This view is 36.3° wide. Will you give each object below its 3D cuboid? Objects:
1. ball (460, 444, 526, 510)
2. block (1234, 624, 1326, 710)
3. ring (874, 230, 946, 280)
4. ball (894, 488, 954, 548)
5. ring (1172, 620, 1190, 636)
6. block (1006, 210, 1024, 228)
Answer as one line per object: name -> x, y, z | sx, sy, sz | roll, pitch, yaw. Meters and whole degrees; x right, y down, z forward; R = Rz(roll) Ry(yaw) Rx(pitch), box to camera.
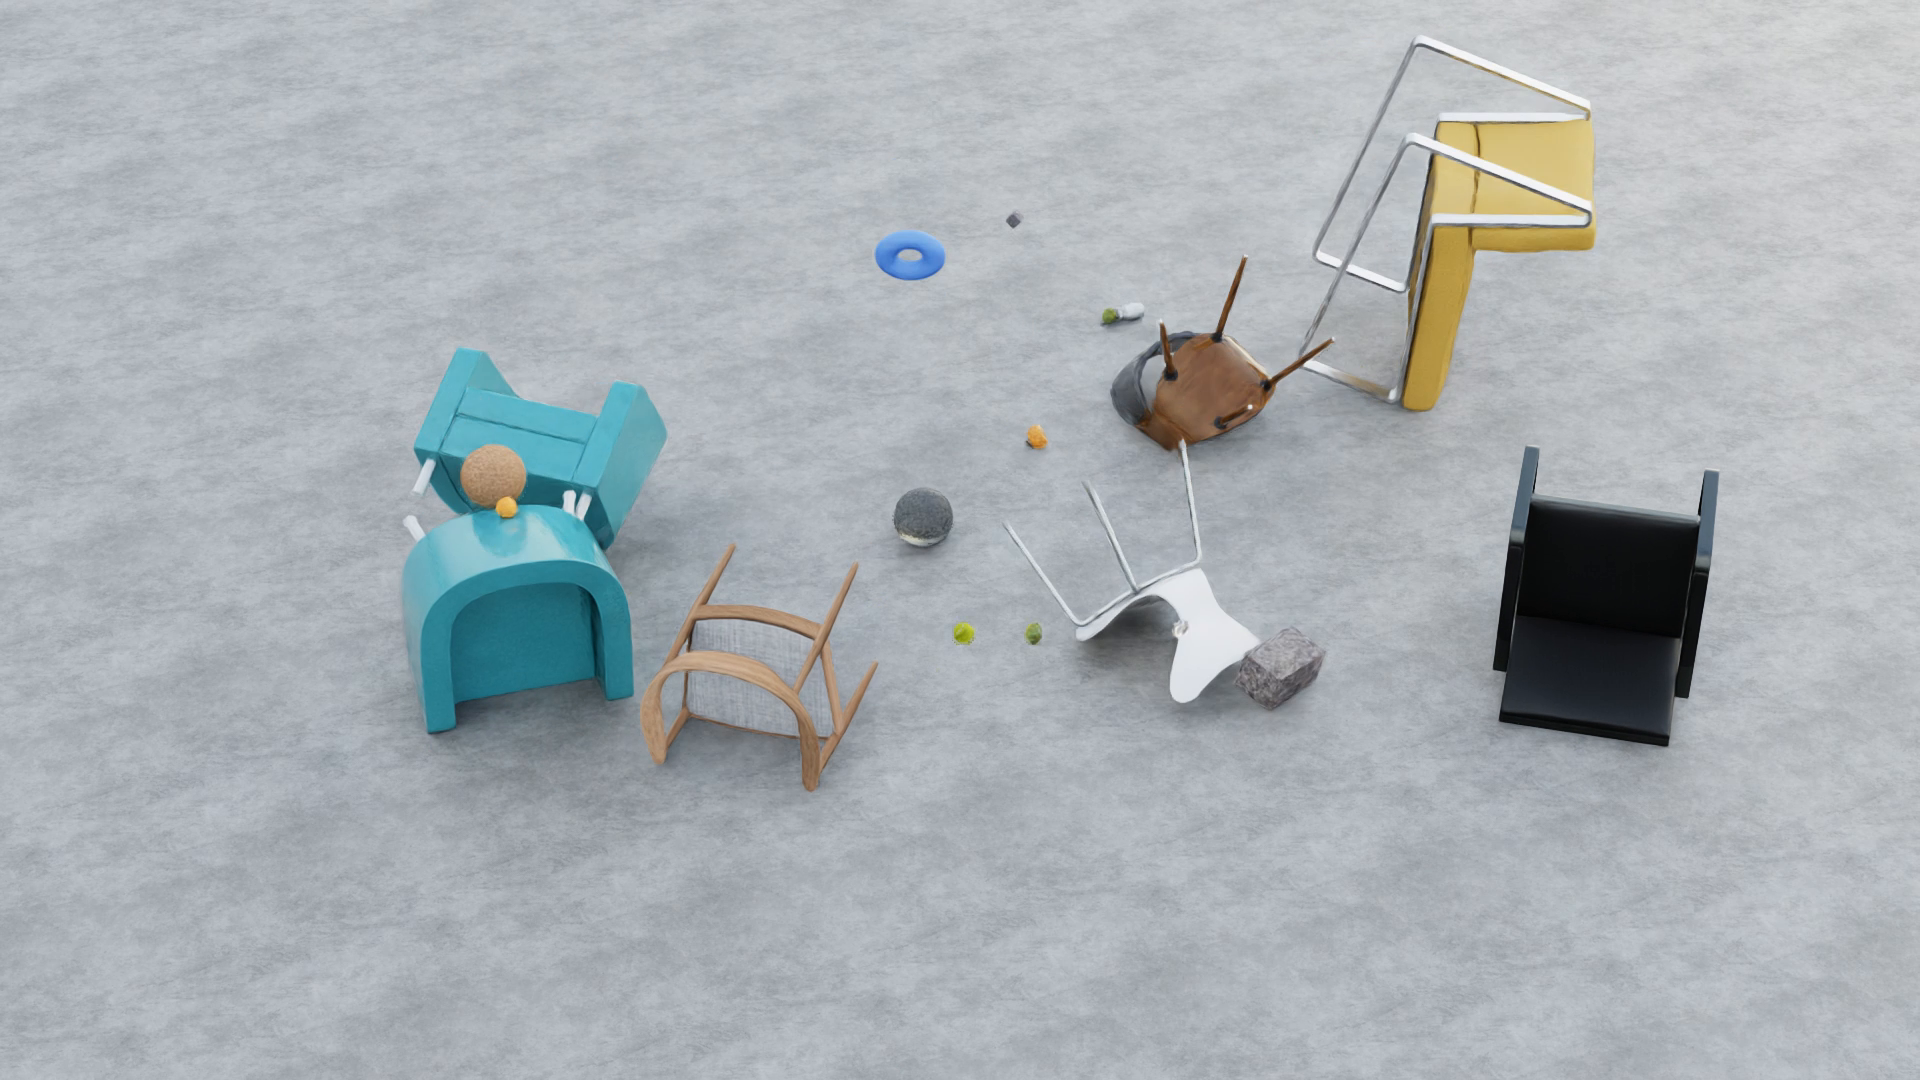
ball -> -1.605, -0.217, 10.083 | 0.223, 0.223, 0.223 | 0, 33, 0
block -> 1.104, 0.439, 10.100 | 0.162, 0.146, 0.255 | 39, 46, 26
ring -> -0.206, -1.181, 12.158 | 0.297, 0.225, 0.090 | 2, 36, 1
ball -> -0.135, -0.084, 10.869 | 0.223, 0.223, 0.223 | 0, 33, 0
ring -> 0.744, 0.298, 9.872 | 0.049, 0.039, 0.113 | -4, 11, 23
block -> 0.242, -1.413, 12.912 | 0.052, 0.059, 0.043 | 44, 43, -9
